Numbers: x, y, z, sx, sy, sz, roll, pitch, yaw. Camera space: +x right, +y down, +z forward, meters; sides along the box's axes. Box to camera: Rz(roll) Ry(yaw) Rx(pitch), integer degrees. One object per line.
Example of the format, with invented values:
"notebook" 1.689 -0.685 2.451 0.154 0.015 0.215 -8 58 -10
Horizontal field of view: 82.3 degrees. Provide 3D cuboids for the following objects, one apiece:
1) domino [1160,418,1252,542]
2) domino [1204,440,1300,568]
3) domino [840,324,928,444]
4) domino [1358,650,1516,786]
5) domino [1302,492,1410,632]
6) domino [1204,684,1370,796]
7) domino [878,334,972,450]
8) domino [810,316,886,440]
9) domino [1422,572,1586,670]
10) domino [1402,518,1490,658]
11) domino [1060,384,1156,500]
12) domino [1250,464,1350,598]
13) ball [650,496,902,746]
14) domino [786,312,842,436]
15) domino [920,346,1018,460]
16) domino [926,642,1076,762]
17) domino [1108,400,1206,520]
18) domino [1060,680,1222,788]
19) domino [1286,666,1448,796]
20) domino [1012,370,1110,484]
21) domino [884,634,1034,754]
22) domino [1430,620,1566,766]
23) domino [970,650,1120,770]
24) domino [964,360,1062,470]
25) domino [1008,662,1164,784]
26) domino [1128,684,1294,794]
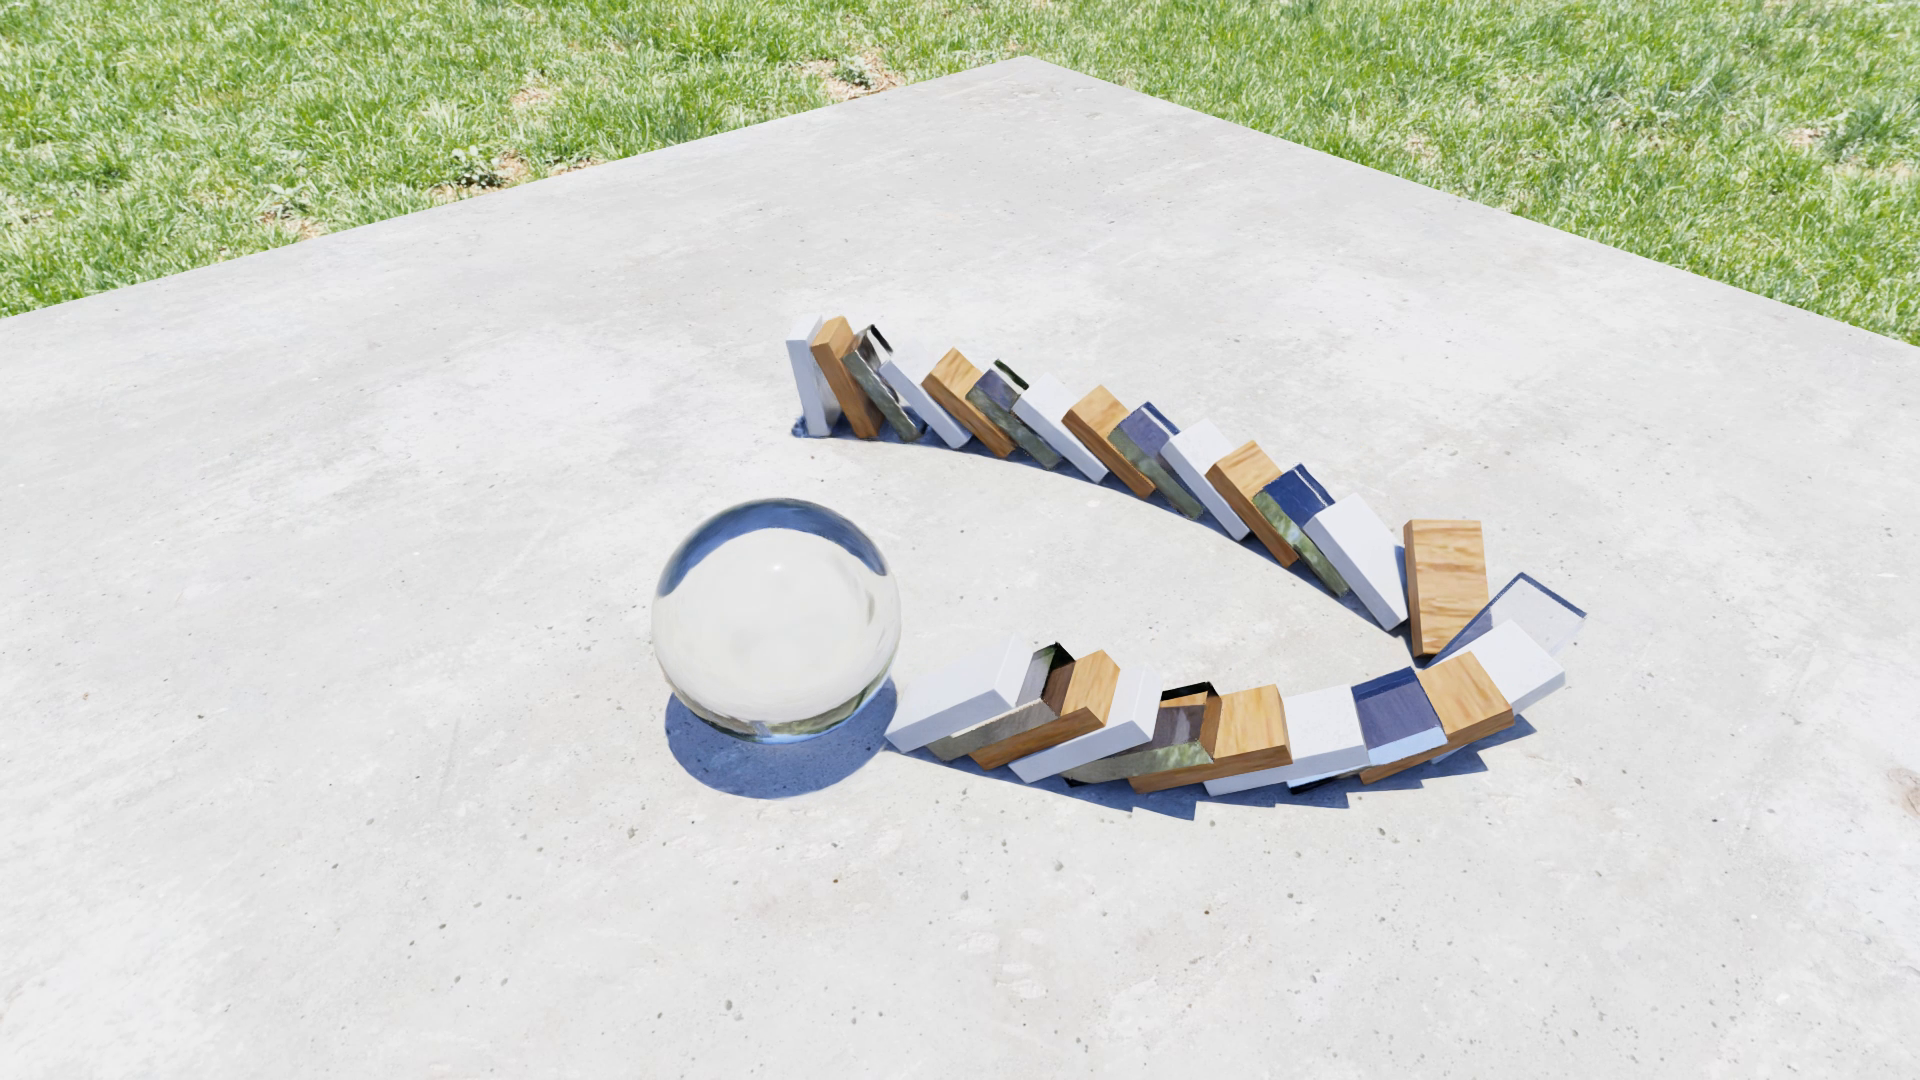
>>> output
"domino" 0.109 -0.025 0.458 0.025 0.010 0.050 -30 73 -31
"domino" 0.125 -0.015 0.446 0.025 0.010 0.050 -29 73 -31
"domino" -0.032 -0.071 0.501 0.009 0.050 0.025 -23 28 32
"domino" 0.148 0.058 0.356 0.050 0.010 0.025 -26 40 10
"domino" 0.157 0.008 0.418 0.025 0.009 0.050 -25 70 -27
"domino" 0.101 0.064 0.349 0.050 0.009 0.025 -17 35 20
"domino" -0.012 -0.067 0.500 0.050 0.009 0.025 45 41 -15
"domino" -0.049 -0.074 0.502 0.009 0.050 0.025 -12 34 23
"domino" 0.187 0.037 0.379 0.050 0.010 0.025 -43 54 -4
"domino" 0.178 0.018 0.401 0.025 0.010 0.050 2 73 2
"domino" 0.071 -0.043 0.478 0.050 0.010 0.025 45 52 7
"domino" 0.141 -0.004 0.433 0.025 0.009 0.050 -29 72 -31
"ball" -0.059 0.026 0.356 0.080 0.080 0.080 0 39 0
"domino" -0.066 -0.075 0.503 0.010 0.050 0.025 1 39 13
"domino" 0.008 -0.062 0.497 0.050 0.010 0.025 42 44 -8
"domino" 0.013 0.053 0.354 0.050 0.010 0.025 -29 23 36
"domino" 0.089 -0.034 0.469 0.050 0.009 0.025 45 53 9
"domino" 0.056 0.062 0.347 0.050 0.009 0.025 -19 29 33
"domino" 0.126 0.061 0.352 0.050 0.010 0.025 -23 38 13
"domino" 0.049 -0.050 0.486 0.050 0.010 0.025 41 48 2
"domino" -0.001 0.050 0.357 0.050 0.010 0.025 -29 23 36
"domino" 0.170 0.050 0.365 0.050 0.009 0.025 -33 45 3
"domino" 0.026 0.055 0.352 0.050 0.009 0.025 -29 23 36
"domino" 0.029 -0.056 0.492 0.050 0.009 0.025 40 46 -3
"domino" 0.040 0.058 0.348 0.050 0.010 0.025 -29 23 36
"domino" 0.078 0.063 0.350 0.050 0.009 0.025 -16 35 20
